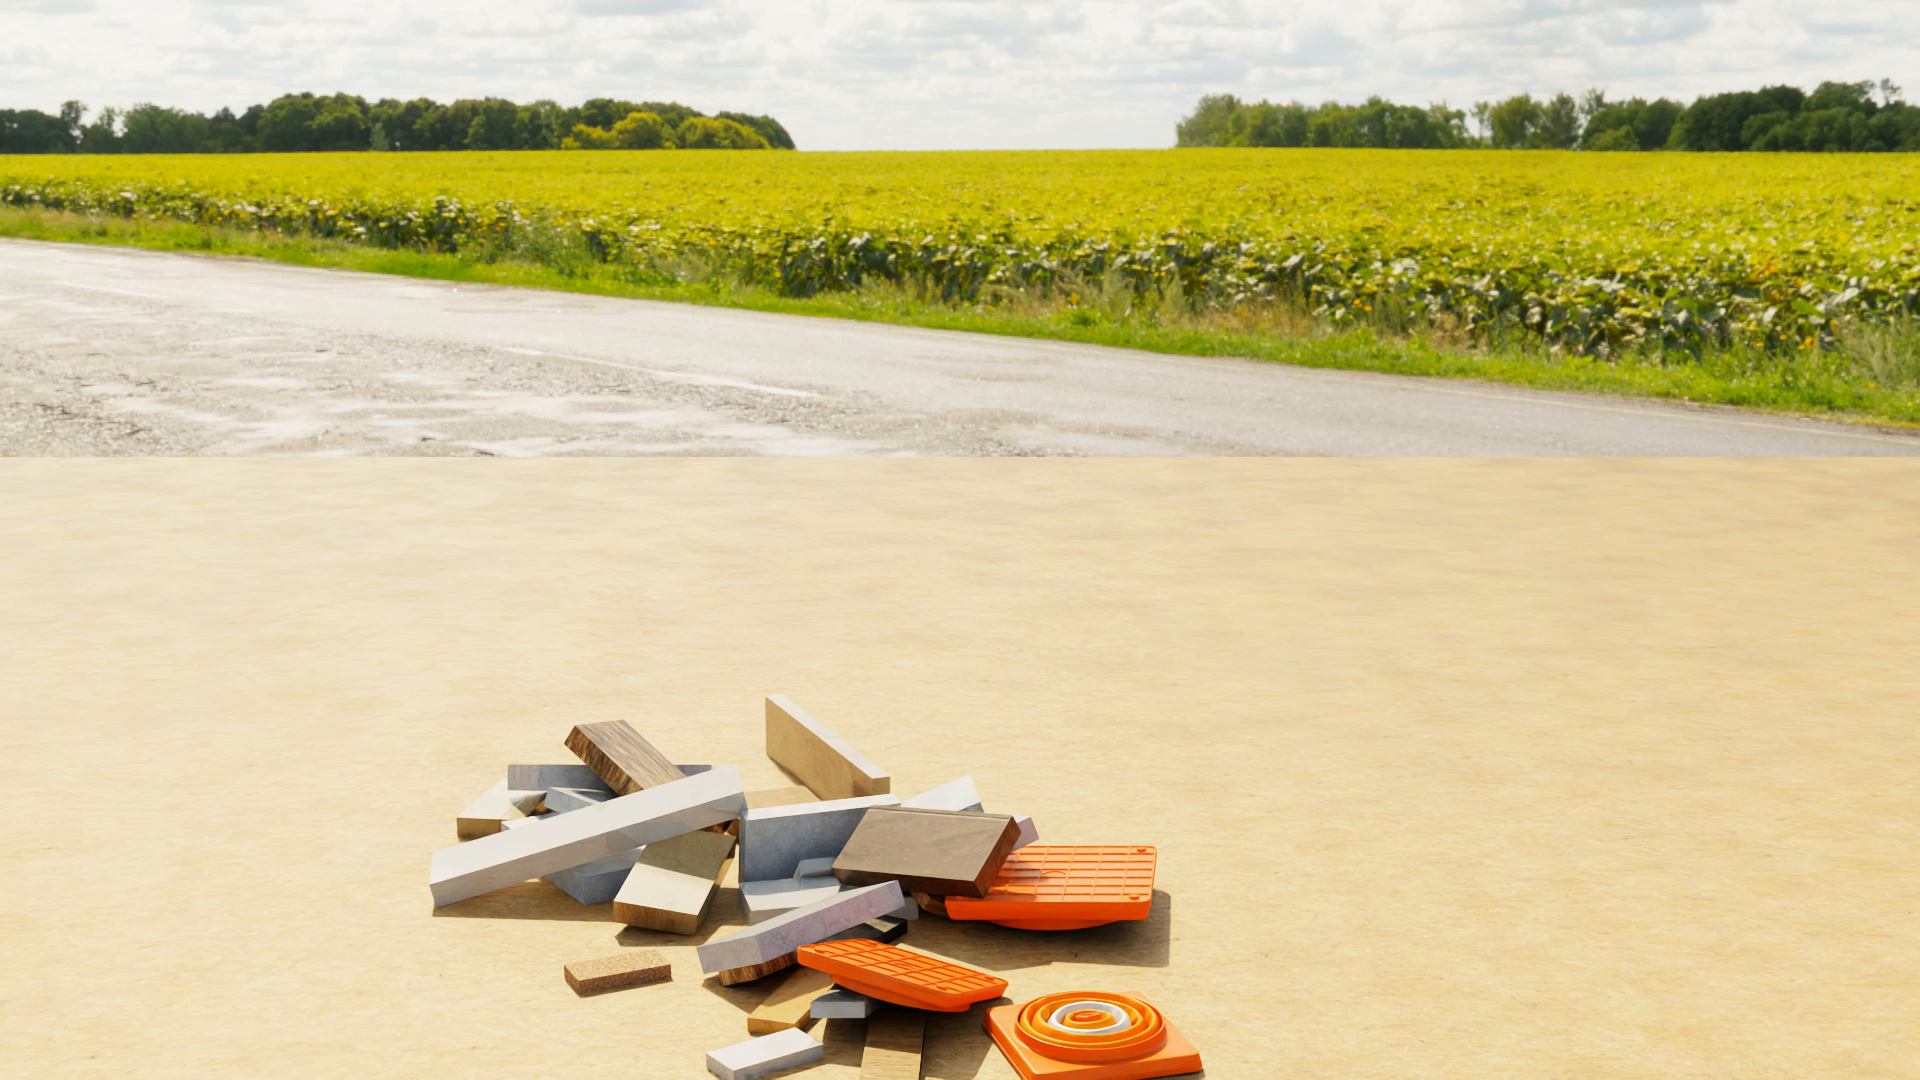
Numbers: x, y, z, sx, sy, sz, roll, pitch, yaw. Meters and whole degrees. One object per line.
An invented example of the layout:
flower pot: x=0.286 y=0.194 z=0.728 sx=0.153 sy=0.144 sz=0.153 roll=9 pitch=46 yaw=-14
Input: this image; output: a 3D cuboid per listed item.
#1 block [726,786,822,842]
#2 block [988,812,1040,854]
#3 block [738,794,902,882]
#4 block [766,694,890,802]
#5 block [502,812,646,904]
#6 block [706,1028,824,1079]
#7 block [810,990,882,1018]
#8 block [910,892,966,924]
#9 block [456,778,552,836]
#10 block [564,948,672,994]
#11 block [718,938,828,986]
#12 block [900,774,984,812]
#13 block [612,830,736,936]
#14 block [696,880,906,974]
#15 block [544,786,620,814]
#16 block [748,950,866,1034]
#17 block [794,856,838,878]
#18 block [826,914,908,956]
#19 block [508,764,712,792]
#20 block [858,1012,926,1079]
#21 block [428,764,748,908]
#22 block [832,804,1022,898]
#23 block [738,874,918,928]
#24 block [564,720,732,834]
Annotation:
block: x=-0.308 y=0.517 z=3.930 sx=0.169 sy=0.048 sz=0.338 roll=-4 pitch=11 yaw=-21
block: x=0.010 y=0.508 z=3.707 sx=0.142 sy=0.040 sz=0.284 roll=-23 pitch=4 yaw=-22
block: x=-0.237 y=0.512 z=3.709 sx=0.271 sy=0.135 sz=0.038 roll=-4 pitch=20 yaw=-20
block: x=-0.260 y=0.428 z=4.202 sx=0.035 sy=0.123 sz=0.631 roll=-4 pitch=11 yaw=-22
block: x=-0.645 y=0.541 z=3.801 sx=0.169 sy=0.048 sz=0.353 roll=-7 pitch=13 yaw=-33
block: x=-0.266 y=0.704 z=3.002 sx=0.144 sy=0.020 sz=0.072 roll=-8 pitch=13 yaw=-36
block: x=-0.161 y=0.658 z=3.122 sx=0.076 sy=0.022 sz=0.152 roll=-1 pitch=-5 yaw=7
block: x=-0.056 y=0.565 z=3.574 sx=0.076 sy=0.022 sz=0.152 roll=27 pitch=8 yaw=-33
block: x=-0.830 y=0.496 z=4.078 sx=0.123 sy=0.035 sz=0.246 roll=1 pitch=11 yaw=8
block: x=-0.514 y=0.647 z=3.305 sx=0.144 sy=0.020 sz=0.072 roll=-5 pitch=12 yaw=-27
block: x=-0.279 y=0.632 z=3.307 sx=0.078 sy=0.022 sz=0.157 roll=-20 pitch=-5 yaw=40
block: x=-0.032 y=0.473 z=3.808 sx=0.142 sy=0.040 sz=0.284 roll=-22 pitch=4 yaw=-2
block: x=-0.464 y=0.553 z=3.600 sx=0.135 sy=0.038 sz=0.271 roll=9 pitch=20 yaw=5
block: x=-0.241 y=0.590 z=3.356 sx=0.295 sy=0.042 sz=0.148 roll=-13 pitch=-5 yaw=-45
block: x=-0.614 y=0.480 z=3.928 sx=0.123 sy=0.035 sz=0.246 roll=15 pitch=0 yaw=30
block: x=-0.222 y=0.662 z=3.226 sx=0.072 sy=0.020 sz=0.280 roll=3 pitch=11 yaw=18
block: x=-0.196 y=0.554 z=3.677 sx=0.157 sy=0.022 sz=0.078 roll=-3 pitch=-31 yaw=-18
block: x=-0.155 y=0.621 z=3.444 sx=0.076 sy=0.022 sz=0.152 roll=6 pitch=12 yaw=30
block: x=-0.652 y=0.442 z=4.095 sx=0.338 sy=0.048 sz=0.169 roll=3 pitch=-7 yaw=-30
block: x=-0.094 y=0.722 z=2.899 sx=0.078 sy=0.022 sz=0.457 roll=0 pitch=11 yaw=2
block: x=-0.622 y=0.494 z=3.700 sx=0.532 sy=0.042 sz=0.148 roll=-16 pitch=15 yaw=-7
block: x=-0.055 y=0.501 z=3.551 sx=0.284 sy=0.040 sz=0.142 roll=-1 pitch=40 yaw=35
block: x=-0.215 y=0.587 z=3.579 sx=0.271 sy=0.038 sz=0.135 roll=-3 pitch=11 yaw=-14
block: x=-0.559 y=0.433 z=3.944 sx=0.295 sy=0.042 sz=0.148 roll=39 pitch=16 yaw=22
